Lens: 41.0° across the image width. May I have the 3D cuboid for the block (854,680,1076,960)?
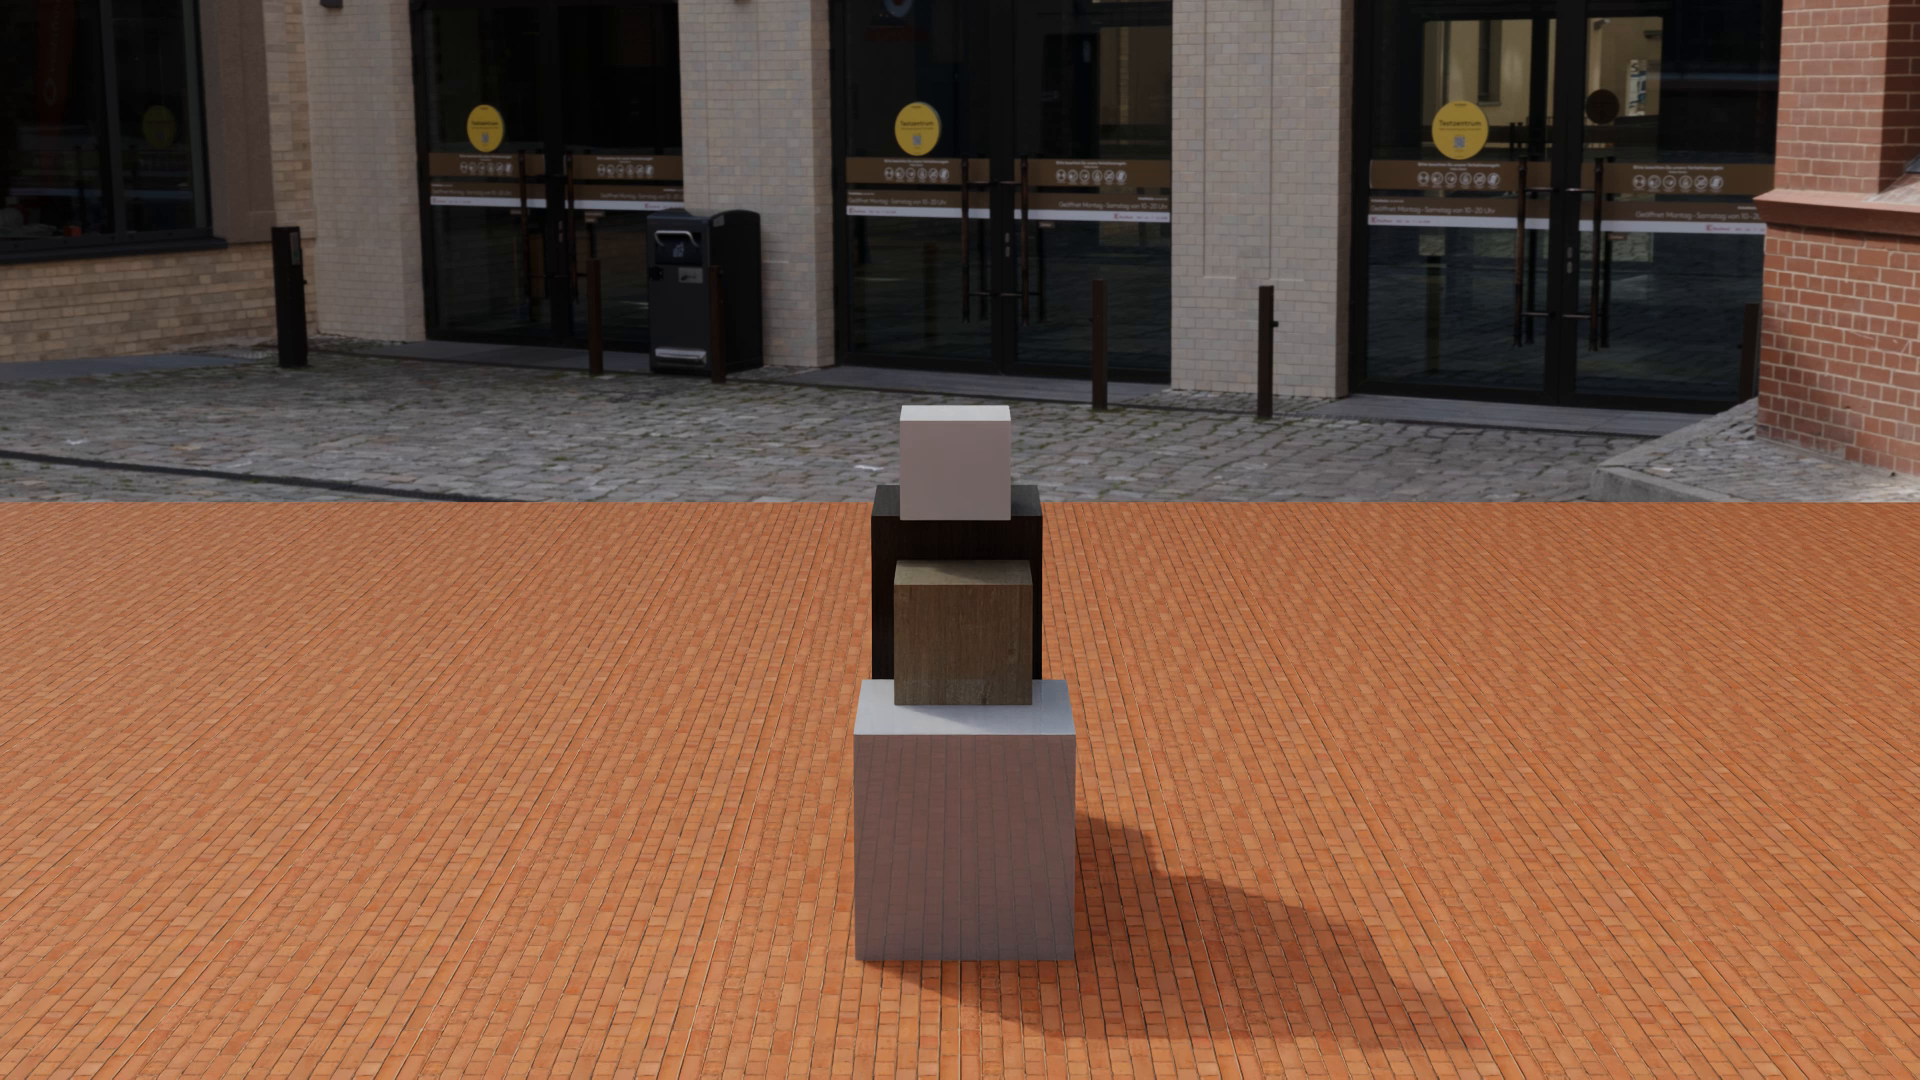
[{"bbox_3d":[0.018,1.143,10.664,0.879,0.935,0.932,0,10,0],"label":"block"}]

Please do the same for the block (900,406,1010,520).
[{"bbox_3d":[-0.020,-0.339,11.119,0.470,0.427,0.497,0,10,0],"label":"block"}]

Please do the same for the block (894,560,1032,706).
[{"bbox_3d":[0.013,0.383,10.816,0.569,0.507,0.549,0,10,0],"label":"block"}]

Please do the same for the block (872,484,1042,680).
[{"bbox_3d":[-0.013,0.204,11.502,0.738,0.779,0.844,0,10,0],"label":"block"}]
